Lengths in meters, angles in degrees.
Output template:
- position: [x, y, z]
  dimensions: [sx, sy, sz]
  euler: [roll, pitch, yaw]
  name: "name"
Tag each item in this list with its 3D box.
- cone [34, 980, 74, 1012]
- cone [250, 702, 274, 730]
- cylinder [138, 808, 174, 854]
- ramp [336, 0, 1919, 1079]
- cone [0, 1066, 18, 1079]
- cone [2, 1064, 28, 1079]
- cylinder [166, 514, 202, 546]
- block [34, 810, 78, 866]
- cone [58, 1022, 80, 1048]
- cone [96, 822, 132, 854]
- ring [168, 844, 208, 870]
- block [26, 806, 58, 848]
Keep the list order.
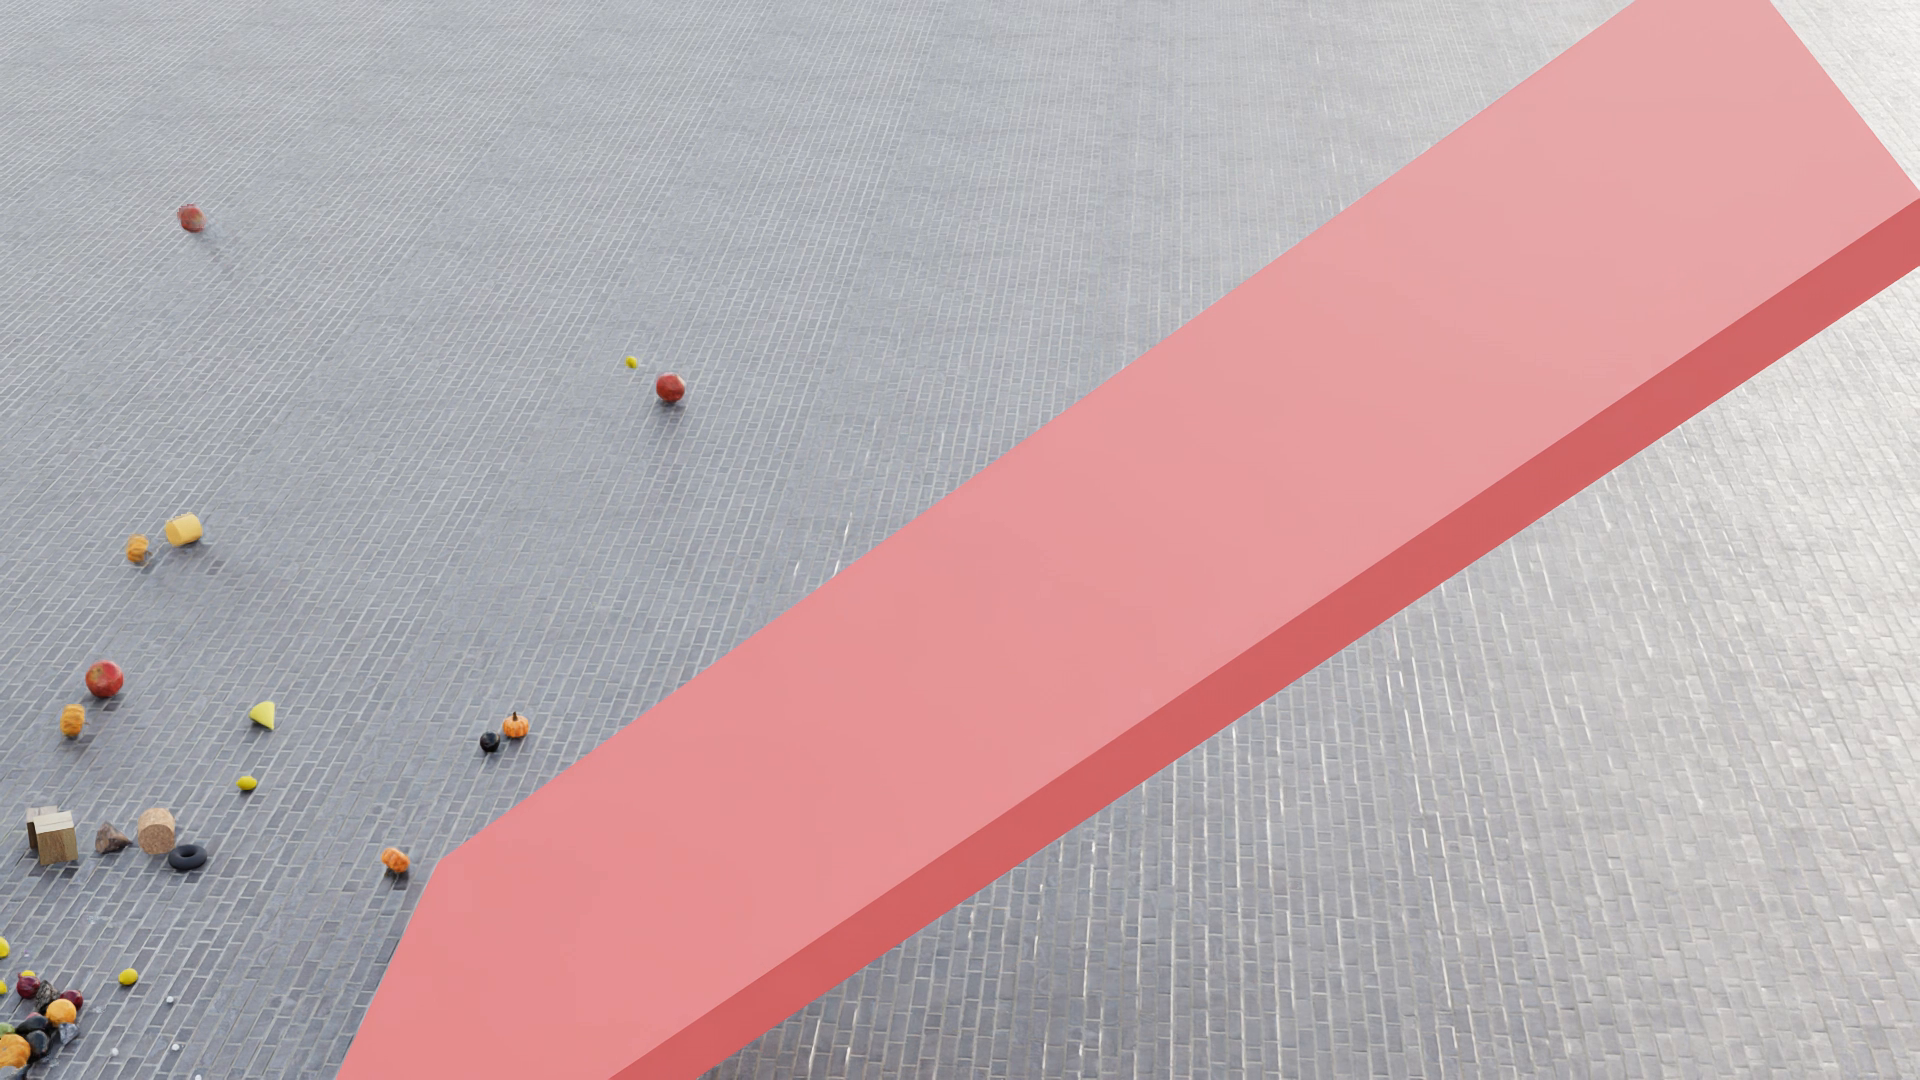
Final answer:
- position: [-2.248, 1.144, 7.324]
  dimensions: [0.084, 0.084, 0.084]
  euler: [19, 13, -29]
  name: "cone"
- position: [-2.056, 0.536, 8.730]
  dimensions: [0.080, 0.080, 0.080]
  euler: [-16, 58, -32]
  name: "cone"
- position: [-2.200, 0.797, 8.054]
  dimensions: [0.095, 0.095, 0.095]
  euler: [-6, 24, -13]
  name: "cylinder"
- position: [0.123, 0.183, 6.335]
  dimensions: [4.000, 0.100, 2.000]
  euler: [-35, 16, 18]
  name: "ramp"
- position: [-2.246, 1.285, 7.005]
  dimensions: [0.074, 0.074, 0.074]
  euler: [5, -3, 11]
  name: "cone"
- position: [-2.215, 1.271, 6.909]
  dimensions: [0.096, 0.096, 0.096]
  euler: [32, 0, 0]
  name: "cone"
- position: [-2.632, -0.031, 9.974]
  dimensions: [0.087, 0.087, 0.087]
  euler: [19, 30, 37]
  name: "cylinder"
- position: [-2.464, 0.812, 8.013]
  dimensions: [0.099, 0.099, 0.099]
  euler: [-9, 25, -20]
  name: "block"
- position: [-2.181, 1.215, 7.177]
  dimensions: [0.055, 0.055, 0.055]
  euler: [3, 50, 8]
  name: "cone"
- position: [-2.308, 0.822, 8.063]
  dimensions: [0.091, 0.091, 0.091]
  euler: [16, 10, -38]
  name: "cone"
- position: [-2.096, 0.861, 7.982]
  dimensions: [0.104, 0.035, 0.104]
  euler: [1, 25, 0]
  name: "ring"
- position: [-2.520, 0.789, 8.090]
  dimensions: [0.081, 0.081, 0.081]
  euler: [-7, 24, -15]
  name: "block"
